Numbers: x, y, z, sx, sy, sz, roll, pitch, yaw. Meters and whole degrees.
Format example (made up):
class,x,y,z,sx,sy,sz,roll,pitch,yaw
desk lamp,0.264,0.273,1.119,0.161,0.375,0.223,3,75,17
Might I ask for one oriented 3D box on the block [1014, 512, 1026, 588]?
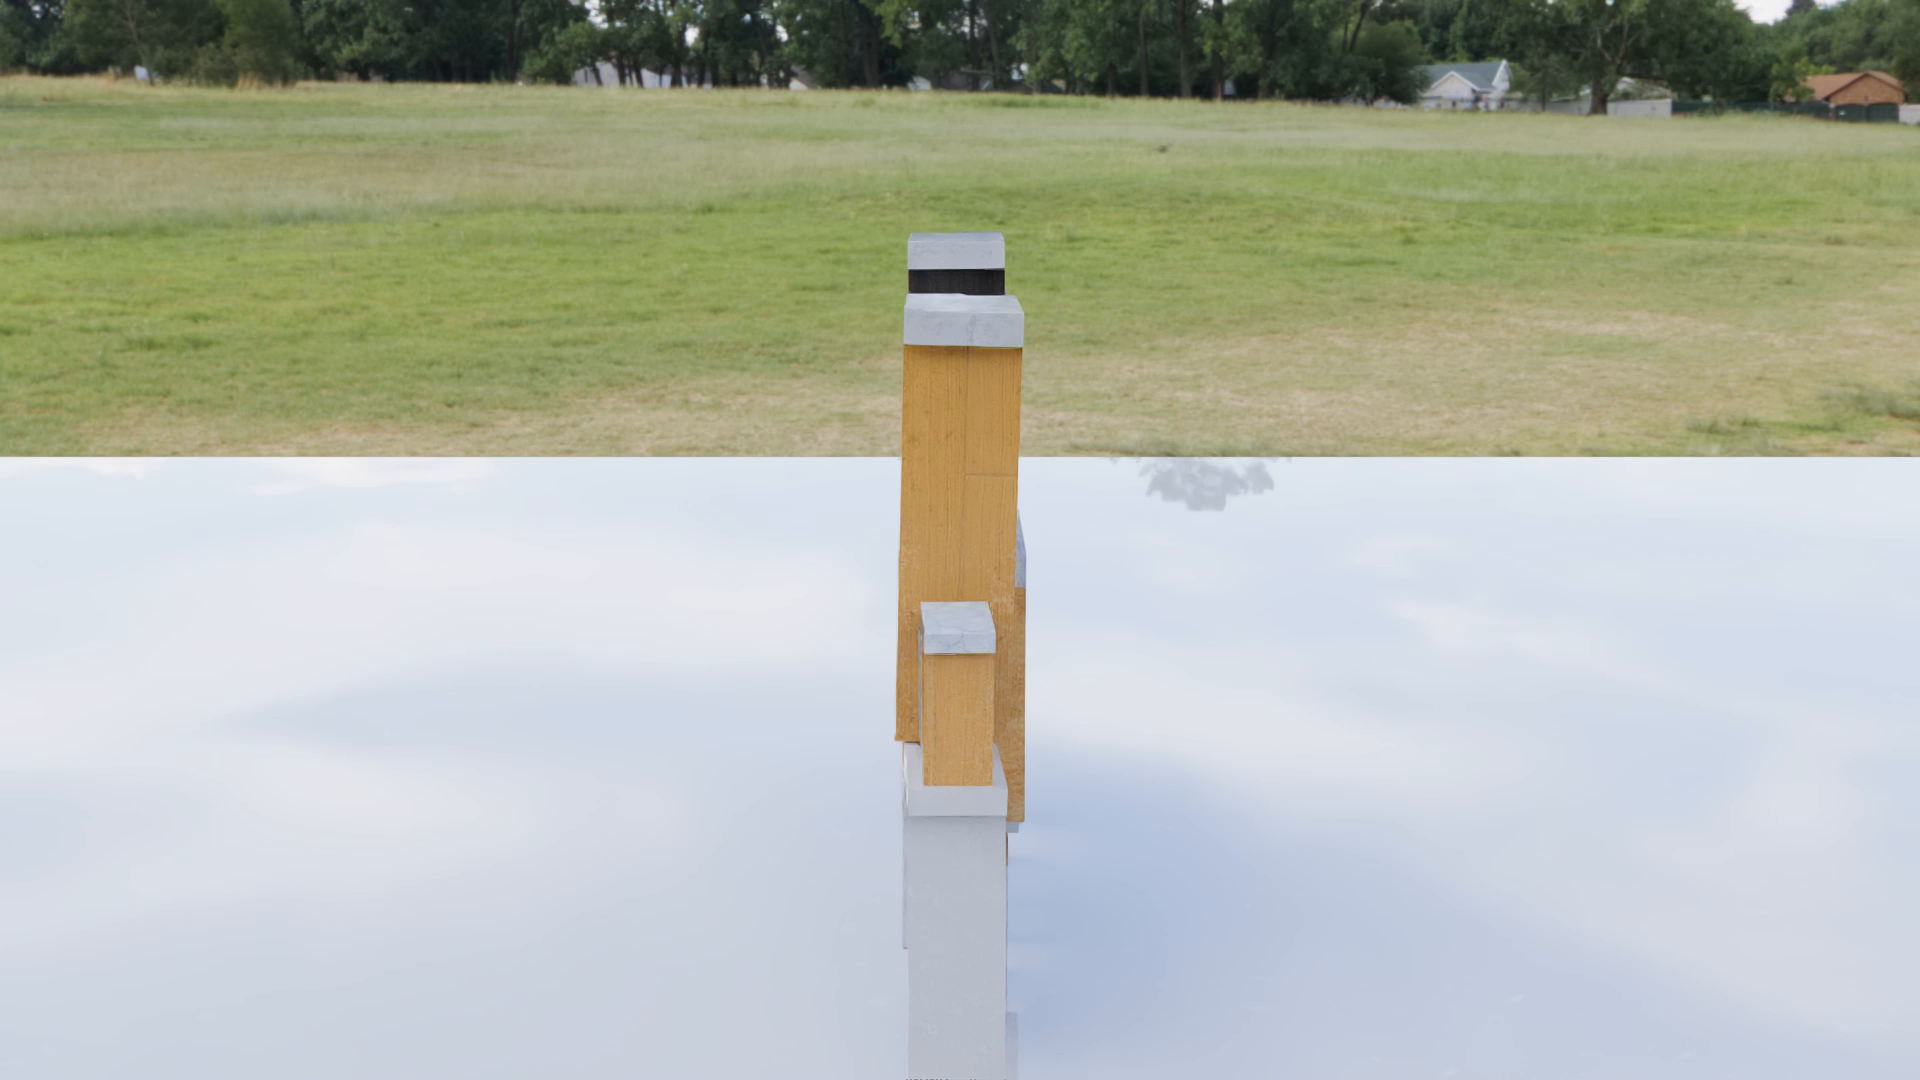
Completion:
class,x,y,z,sx,sy,sz,roll,pitch,yaw
block,0.004,0.010,3.295,0.179,0.051,0.358,0,11,0

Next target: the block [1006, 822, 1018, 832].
class,x,y,z,sx,sy,sz,roll,pitch,yaw
block,0.003,0.236,3.459,0.179,0.453,0.051,0,11,0

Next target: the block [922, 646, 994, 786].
class,x,y,z,sx,sy,sz,roll,pitch,yaw
block,-0.002,0.222,2.782,0.089,0.177,0.025,0,12,-3

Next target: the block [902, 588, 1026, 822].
class,x,y,z,sx,sy,sz,roll,pitch,yaw
block,0.005,0.233,3.214,0.179,0.358,0.051,0,11,-1

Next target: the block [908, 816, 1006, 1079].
class,x,y,z,sx,sy,sz,roll,pitch,yaw
block,-0.004,0.538,2.856,0.125,0.398,0.035,0,10,0

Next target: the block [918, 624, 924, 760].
class,x,y,z,sx,sy,sz,roll,pitch,yaw
block,-0.009,0.200,2.898,0.089,0.177,0.025,-1,11,-4

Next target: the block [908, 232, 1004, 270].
class,x,y,z,sx,sy,sz,roll,pitch,yaw
block,-0.006,-0.482,3.653,0.155,0.044,0.310,-1,11,0

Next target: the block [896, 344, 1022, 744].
class,x,y,z,sx,sy,sz,roll,pitch,yaw
block,-0.003,0.005,2.949,0.155,0.541,0.044,1,11,-1

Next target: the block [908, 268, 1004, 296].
class,x,y,z,sx,sy,sz,roll,pitch,yaw
block,-0.005,-0.288,3.583,0.155,0.310,0.044,0,10,0

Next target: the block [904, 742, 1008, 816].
class,x,y,z,sx,sy,sz,roll,pitch,yaw
block,-0.009,0.308,2.901,0.125,0.035,0.250,0,11,-3

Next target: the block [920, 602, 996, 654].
class,x,y,z,sx,sy,sz,roll,pitch,yaw
block,-0.004,0.111,2.820,0.089,0.025,0.177,0,11,-3

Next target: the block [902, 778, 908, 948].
class,x,y,z,sx,sy,sz,roll,pitch,yaw
block,-0.015,0.433,3.009,0.125,0.250,0.035,0,10,-2

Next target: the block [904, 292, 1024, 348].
class,x,y,z,sx,sy,sz,roll,pitch,yaw
block,0.003,-0.302,2.998,0.155,0.044,0.310,1,11,-1

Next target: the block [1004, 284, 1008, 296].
class,x,y,z,sx,sy,sz,roll,pitch,yaw
block,0.003,-0.433,3.989,0.160,0.045,0.320,0,10,0

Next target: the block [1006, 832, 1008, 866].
class,x,y,z,sx,sy,sz,roll,pitch,yaw
block,-0.002,0.393,3.799,0.170,0.339,0.048,0,11,0
